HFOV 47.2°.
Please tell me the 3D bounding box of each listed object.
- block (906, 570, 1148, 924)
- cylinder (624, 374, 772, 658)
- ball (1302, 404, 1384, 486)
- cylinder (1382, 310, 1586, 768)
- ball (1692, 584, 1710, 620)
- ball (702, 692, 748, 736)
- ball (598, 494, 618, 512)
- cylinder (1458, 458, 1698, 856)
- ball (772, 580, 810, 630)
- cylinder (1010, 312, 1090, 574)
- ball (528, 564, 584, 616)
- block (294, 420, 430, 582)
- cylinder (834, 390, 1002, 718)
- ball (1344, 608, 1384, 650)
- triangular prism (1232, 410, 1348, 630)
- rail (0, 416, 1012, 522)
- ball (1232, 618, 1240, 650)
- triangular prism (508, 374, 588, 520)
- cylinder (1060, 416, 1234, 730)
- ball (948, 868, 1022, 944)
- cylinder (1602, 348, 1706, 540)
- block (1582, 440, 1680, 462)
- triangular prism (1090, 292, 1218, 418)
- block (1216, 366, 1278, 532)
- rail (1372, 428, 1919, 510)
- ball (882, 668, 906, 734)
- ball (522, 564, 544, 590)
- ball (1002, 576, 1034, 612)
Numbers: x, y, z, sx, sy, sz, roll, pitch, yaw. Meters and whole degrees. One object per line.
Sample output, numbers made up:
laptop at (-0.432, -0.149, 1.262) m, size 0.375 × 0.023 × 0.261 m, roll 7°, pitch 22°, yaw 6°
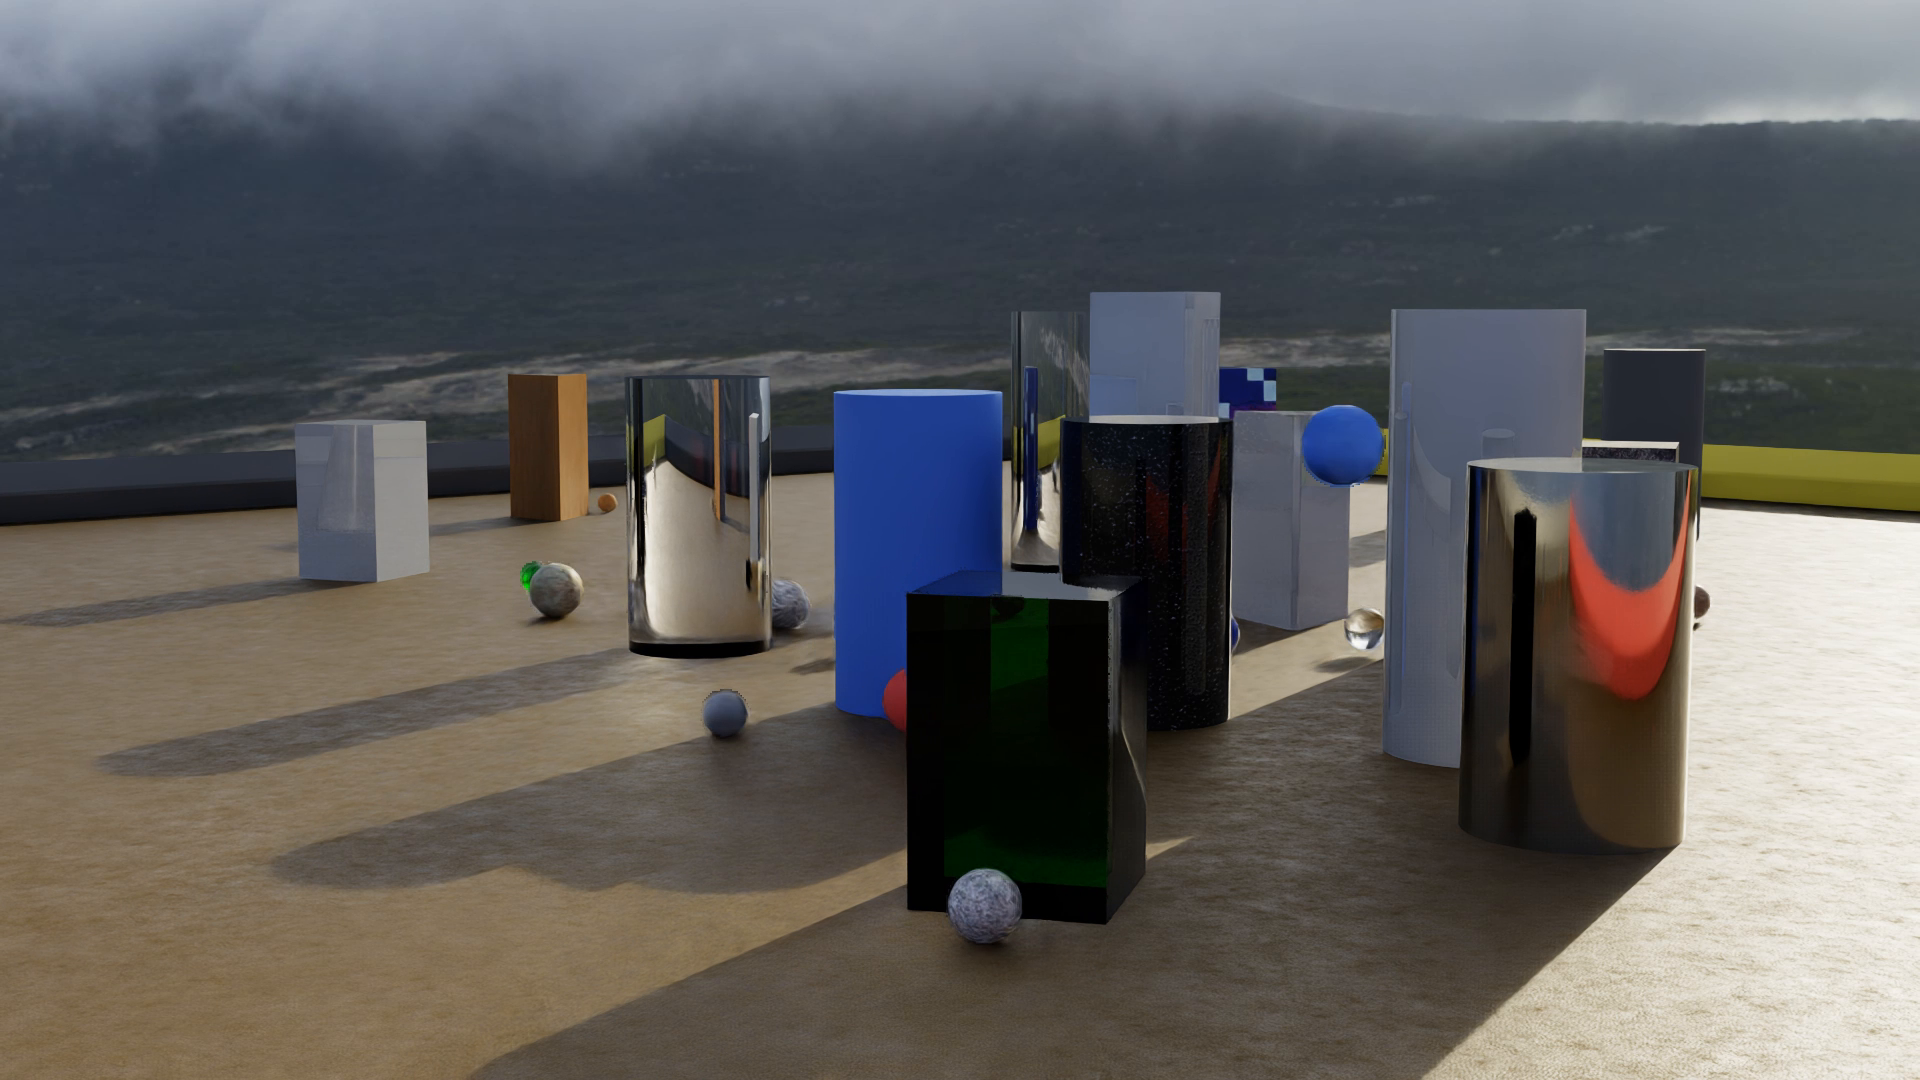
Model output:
block at (0.054, 0.151, 1.671) m, size 0.150 × 0.236 × 0.150 m, roll 2°, pitch 6°, yaw 16°
cylinder at (-0.340, -0.035, 2.870) m, size 0.188 × 0.354 × 0.188 m, roll 0°, pitch 6°, yaw 0°
ball at (0.444, -0.111, 2.552) m, size 0.094 × 0.094 × 0.094 m, roll 0°, pitch 6°, yaw 0°
cylinder at (0.521, -0.008, 2.195) m, size 0.188 × 0.442 × 0.188 m, roll 0°, pitch 6°, yaw 0°
ball at (1.039, 0.087, 3.123) m, size 0.052 × 0.052 × 0.052 m, roll 0°, pitch 6°, yaw 0°
ball at (-0.245, 0.181, 2.290) m, size 0.047 × 0.047 × 0.047 m, roll 0°, pitch 6°, yaw 0°
ball at (-0.767, -0.081, 4.792) m, size 0.041 × 0.041 × 0.041 m, roll 0°, pitch 6°, yaw 0°
cylinder at (0.524, 0.092, 1.870) m, size 0.188 × 0.312 × 0.188 m, roll 0°, pitch 6°, yaw 0°
ball at (-0.243, 0.090, 3.047) m, size 0.069 × 0.069 × 0.069 m, roll 0°, pitch 6°, yaw 0°
cylinder at (0.181, -0.170, 3.749) m, size 0.188 × 0.437 × 0.188 m, roll 0°, pitch 6°, yaw 0°
ball at (-0.583, 0.072, 3.174) m, size 0.078 × 0.078 × 0.078 m, roll 0°, pitch 6°, yaw 0°
block at (-0.992, -0.068, 3.655) m, size 0.150 × 0.255 × 0.150 m, roll 2°, pitch 6°, yaw 20°
cylinder at (-0.046, 0.010, 2.460) m, size 0.188 × 0.351 × 0.188 m, roll 0°, pitch 6°, yaw 0°
ball at (0.518, 0.114, 2.810) m, size 0.056 × 0.056 × 0.056 m, roll 0°, pitch 6°, yaw 0°
triangular prism at (0.452, -0.034, 3.130) m, size 0.141 × 0.298 × 0.163 m, roll 4°, pitch 7°, yaw 36°
rail at (-1.509, -0.140, 4.958) m, size 5.100 × 0.122 × 0.045 m, roll -6°, pitch 8°, yaw -42°
ball at (0.324, 0.119, 2.784) m, size 0.061 × 0.061 × 0.061 m, roll 0°, pitch 6°, yaw 0°
triangular prism at (-0.852, -0.202, 4.688) m, size 0.163 × 0.303 × 0.141 m, roll 5°, pitch 8°, yaw 42°
cylinder at (0.202, 0.031, 2.395) m, size 0.188 × 0.324 × 0.188 m, roll 0°, pitch 6°, yaw 0°
ball at (0.018, 0.257, 1.546) m, size 0.053 × 0.053 × 0.053 m, roll 0°, pitch 6°, yaw 0°
cylinder at (1.335, -0.185, 4.245) m, size 0.188 × 0.363 × 0.188 m, roll 0°, pitch 6°, yaw 0°
block at (0.945, -0.012, 3.152) m, size 0.150 × 0.250 × 0.150 m, roll 2°, pitch 6°, yaw 20°
triangular prism at (0.265, -0.070, 2.685) m, size 0.141 × 0.462 × 0.163 m, roll -5°, pitch 8°, yaw -42°
block at (0.528, -0.183, 4.418) m, size 0.150 × 0.324 × 0.150 m, roll -4°, pitch 7°, yaw -30°
rail at (1.857, -0.148, 5.036) m, size 0.045 × 0.122 × 4.497 m, roll -6°, pitch 8°, yaw -42°
ball at (-0.045, 0.168, 2.295) m, size 0.072 × 0.072 × 0.072 m, roll 0°, pitch 6°, yaw 0°
ball at (-0.661, 0.060, 3.436) m, size 0.046 × 0.046 × 0.046 m, roll 0°, pitch 6°, yaw 0°
ball at (0.084, 0.079, 3.232) m, size 0.051 × 0.051 × 0.051 m, roll 0°, pitch 6°, yaw 0°
